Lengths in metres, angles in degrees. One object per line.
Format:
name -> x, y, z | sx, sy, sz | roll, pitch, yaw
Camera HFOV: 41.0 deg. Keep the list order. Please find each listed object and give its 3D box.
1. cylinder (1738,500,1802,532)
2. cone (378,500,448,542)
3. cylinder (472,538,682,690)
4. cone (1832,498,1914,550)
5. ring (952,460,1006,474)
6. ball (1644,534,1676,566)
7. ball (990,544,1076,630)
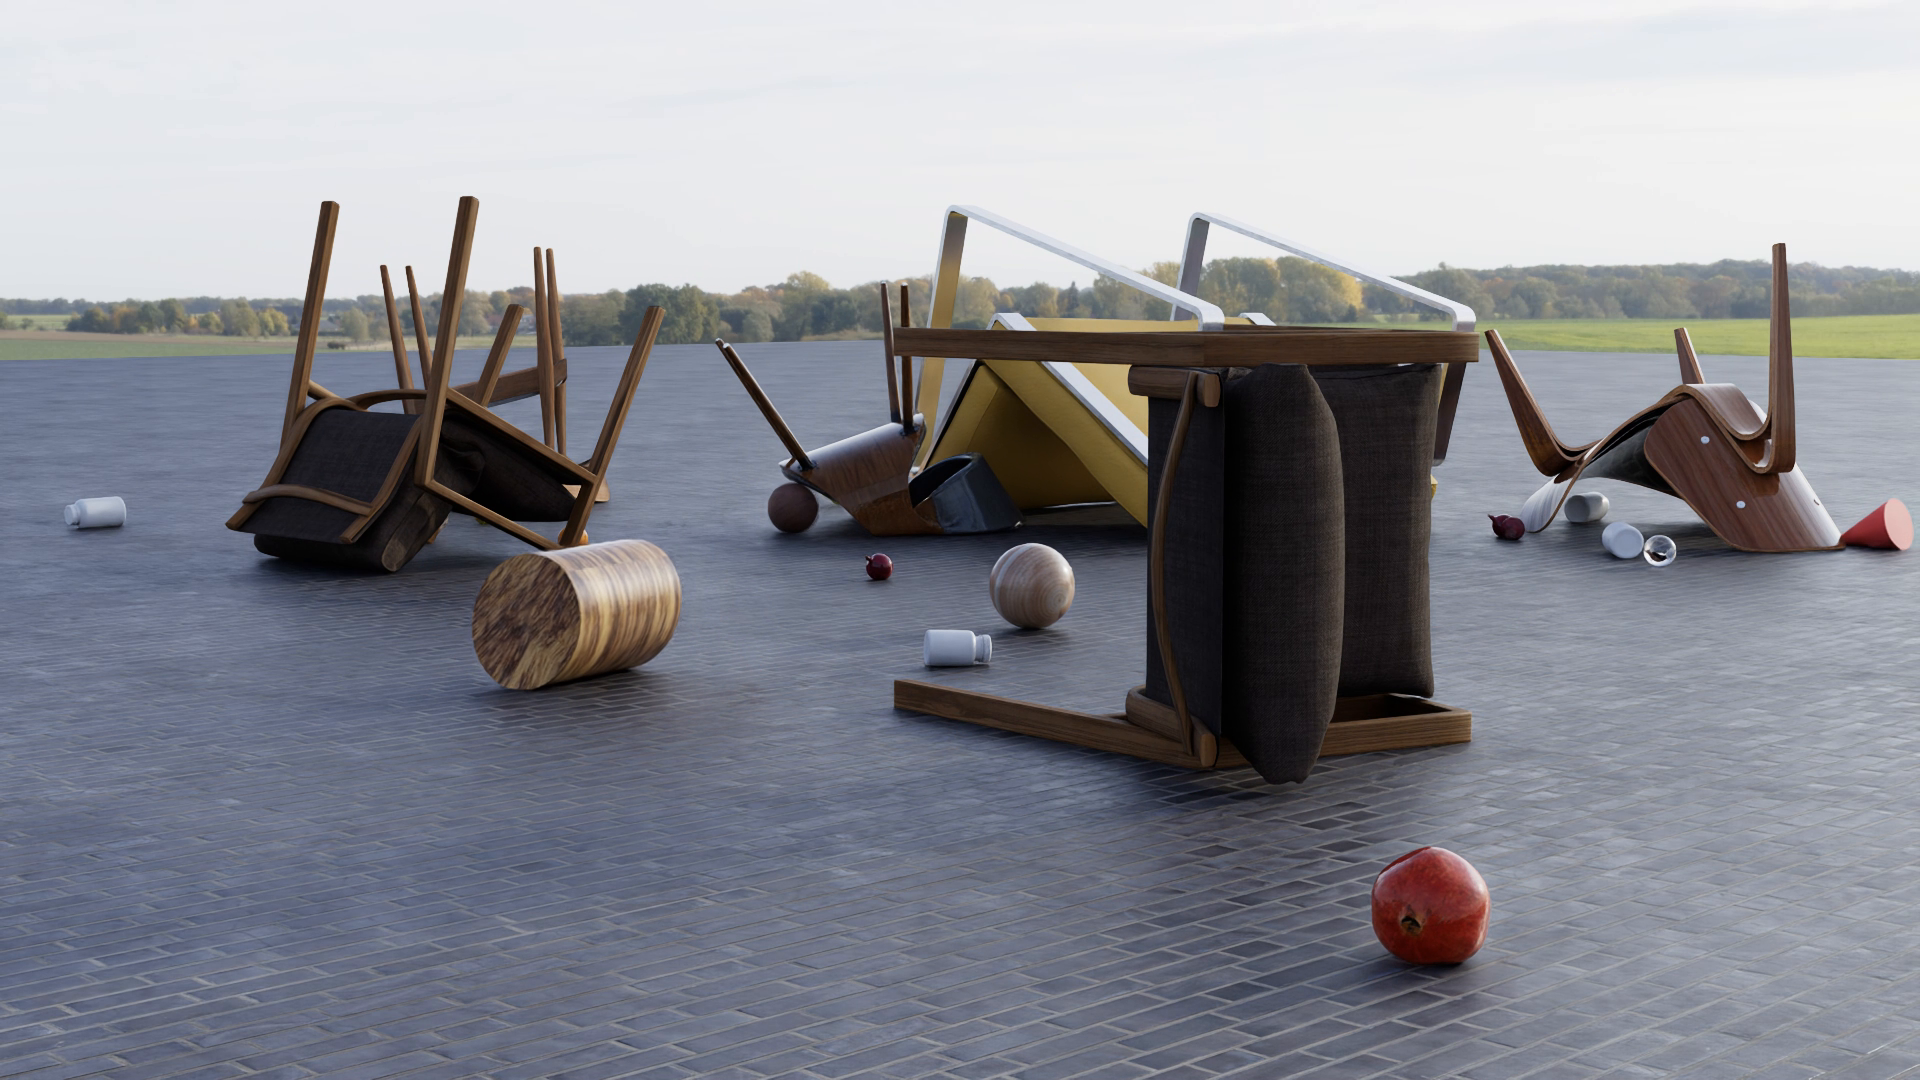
cylinder -> 2.109, -0.062, 6.682 | 0.160, 0.069, 0.165 | 3, 7, 27
cone -> -1.410, -0.025, 6.420 | 0.135, 0.100, 0.267 | -20, 1, 26
cylinder -> -0.623, 0.119, 4.188 | 0.202, 0.237, 0.270 | 49, 26, 17
cone -> 2.207, -0.015, 6.261 | 0.183, 0.126, 0.145 | -21, 8, 44
ring -> 0.063, -0.244, 8.595 | 0.204, 0.039, 0.158 | -6, 8, -41
ball -> 1.588, 0.025, 5.821 | 0.073, 0.073, 0.073 | 0, 6, 0
ball -> 0.135, 0.086, 4.793 | 0.161, 0.161, 0.161 | 0, 6, 0
